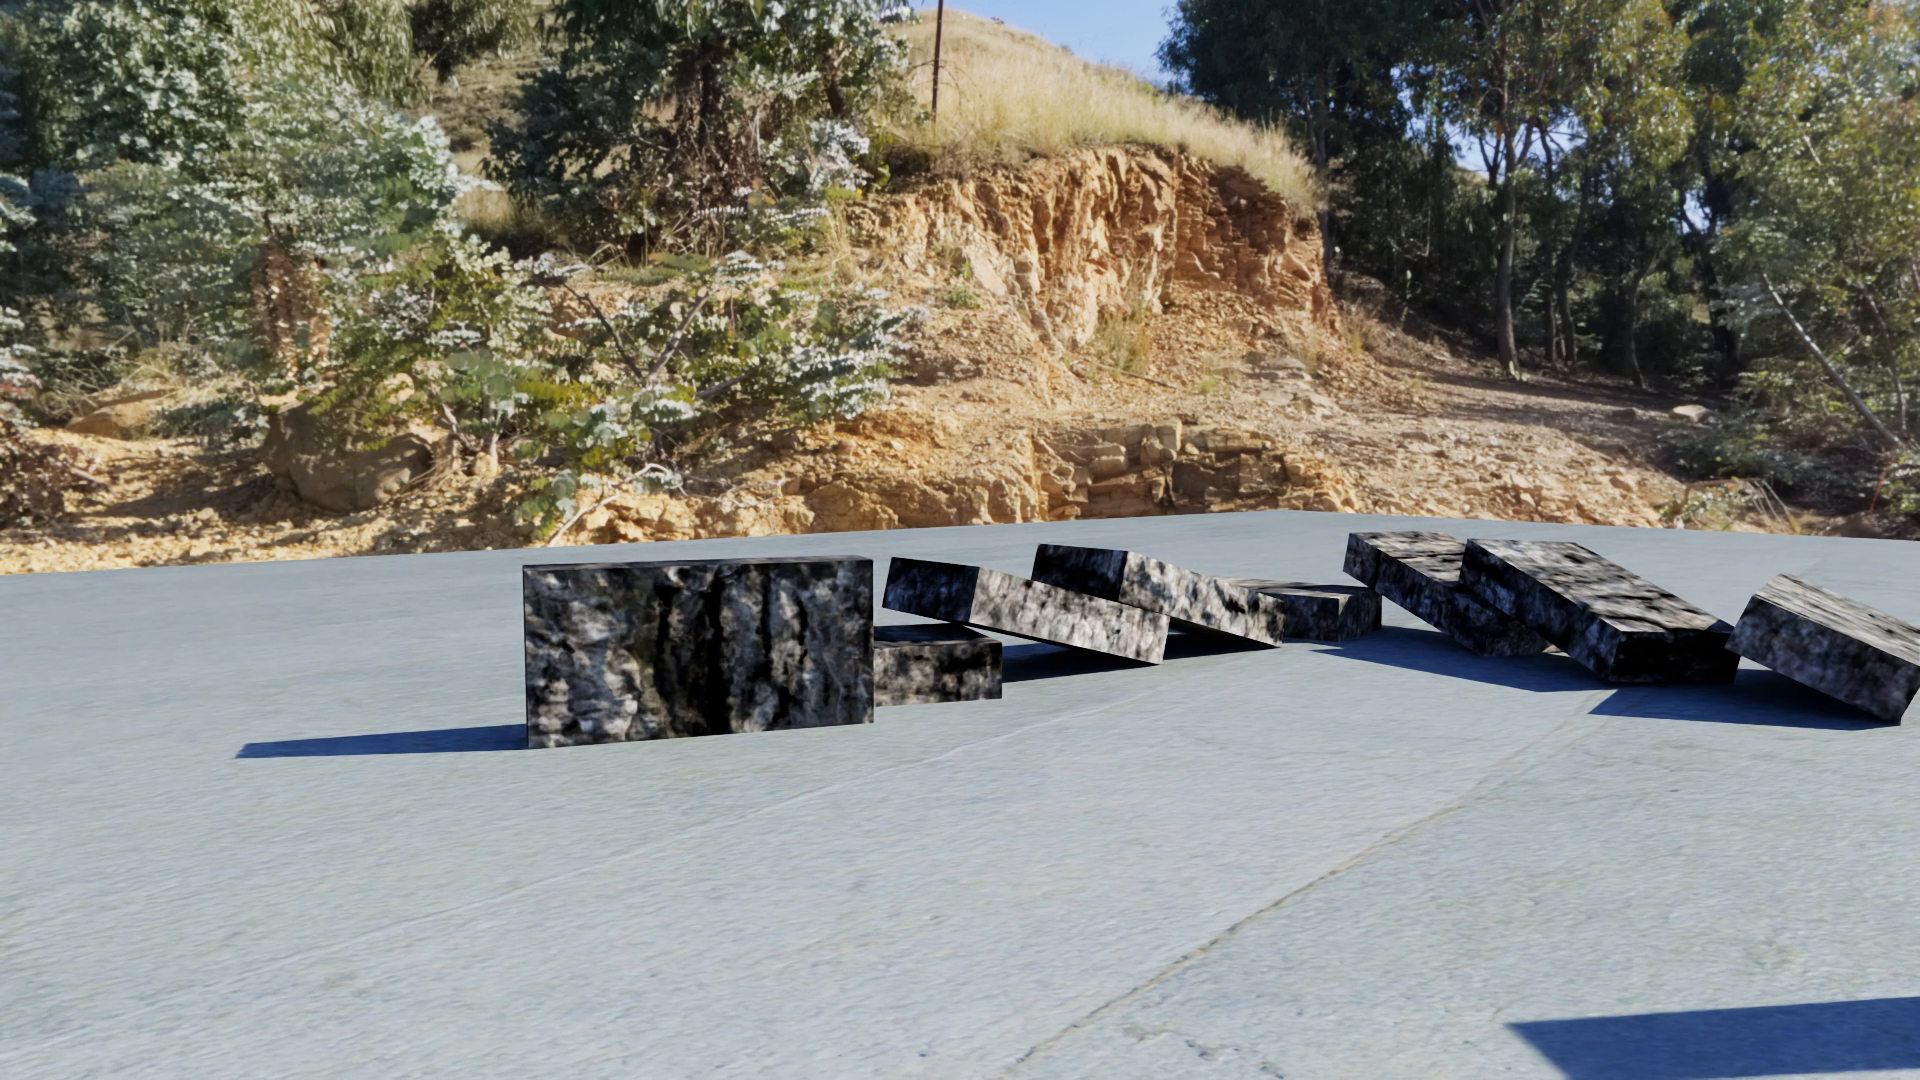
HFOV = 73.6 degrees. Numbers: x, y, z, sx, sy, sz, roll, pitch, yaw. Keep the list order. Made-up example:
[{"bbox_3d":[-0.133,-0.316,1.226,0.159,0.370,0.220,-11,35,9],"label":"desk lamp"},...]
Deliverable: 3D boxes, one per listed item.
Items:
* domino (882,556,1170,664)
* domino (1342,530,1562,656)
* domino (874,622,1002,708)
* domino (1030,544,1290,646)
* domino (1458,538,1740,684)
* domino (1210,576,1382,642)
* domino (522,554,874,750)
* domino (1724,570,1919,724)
[{"bbox_3d":[0.013,0.014,0.242,0.050,0.010,0.025,15,-6,-39],"label":"domino"},{"bbox_3d":[0.109,0.011,0.281,0.025,0.009,0.050,-1,19,-18],"label":"domino"},{"bbox_3d":[-0.021,0.021,0.218,0.050,0.010,0.025,-1,5,-18],"label":"domino"},{"bbox_3d":[0.041,0.012,0.263,0.050,0.010,0.025,16,-7,-38],"label":"domino"},{"bbox_3d":[0.122,0.013,0.248,0.025,0.009,0.050,2,18,-10],"label":"domino"},{"bbox_3d":[0.070,0.015,0.300,0.050,0.009,0.025,3,5,39],"label":"domino"},{"bbox_3d":[-0.038,0.016,0.191,0.050,0.025,0.010,-2,5,-20],"label":"domino"},{"bbox_3d":[0.149,0.017,0.219,0.025,0.010,0.050,30,21,32],"label":"domino"}]
